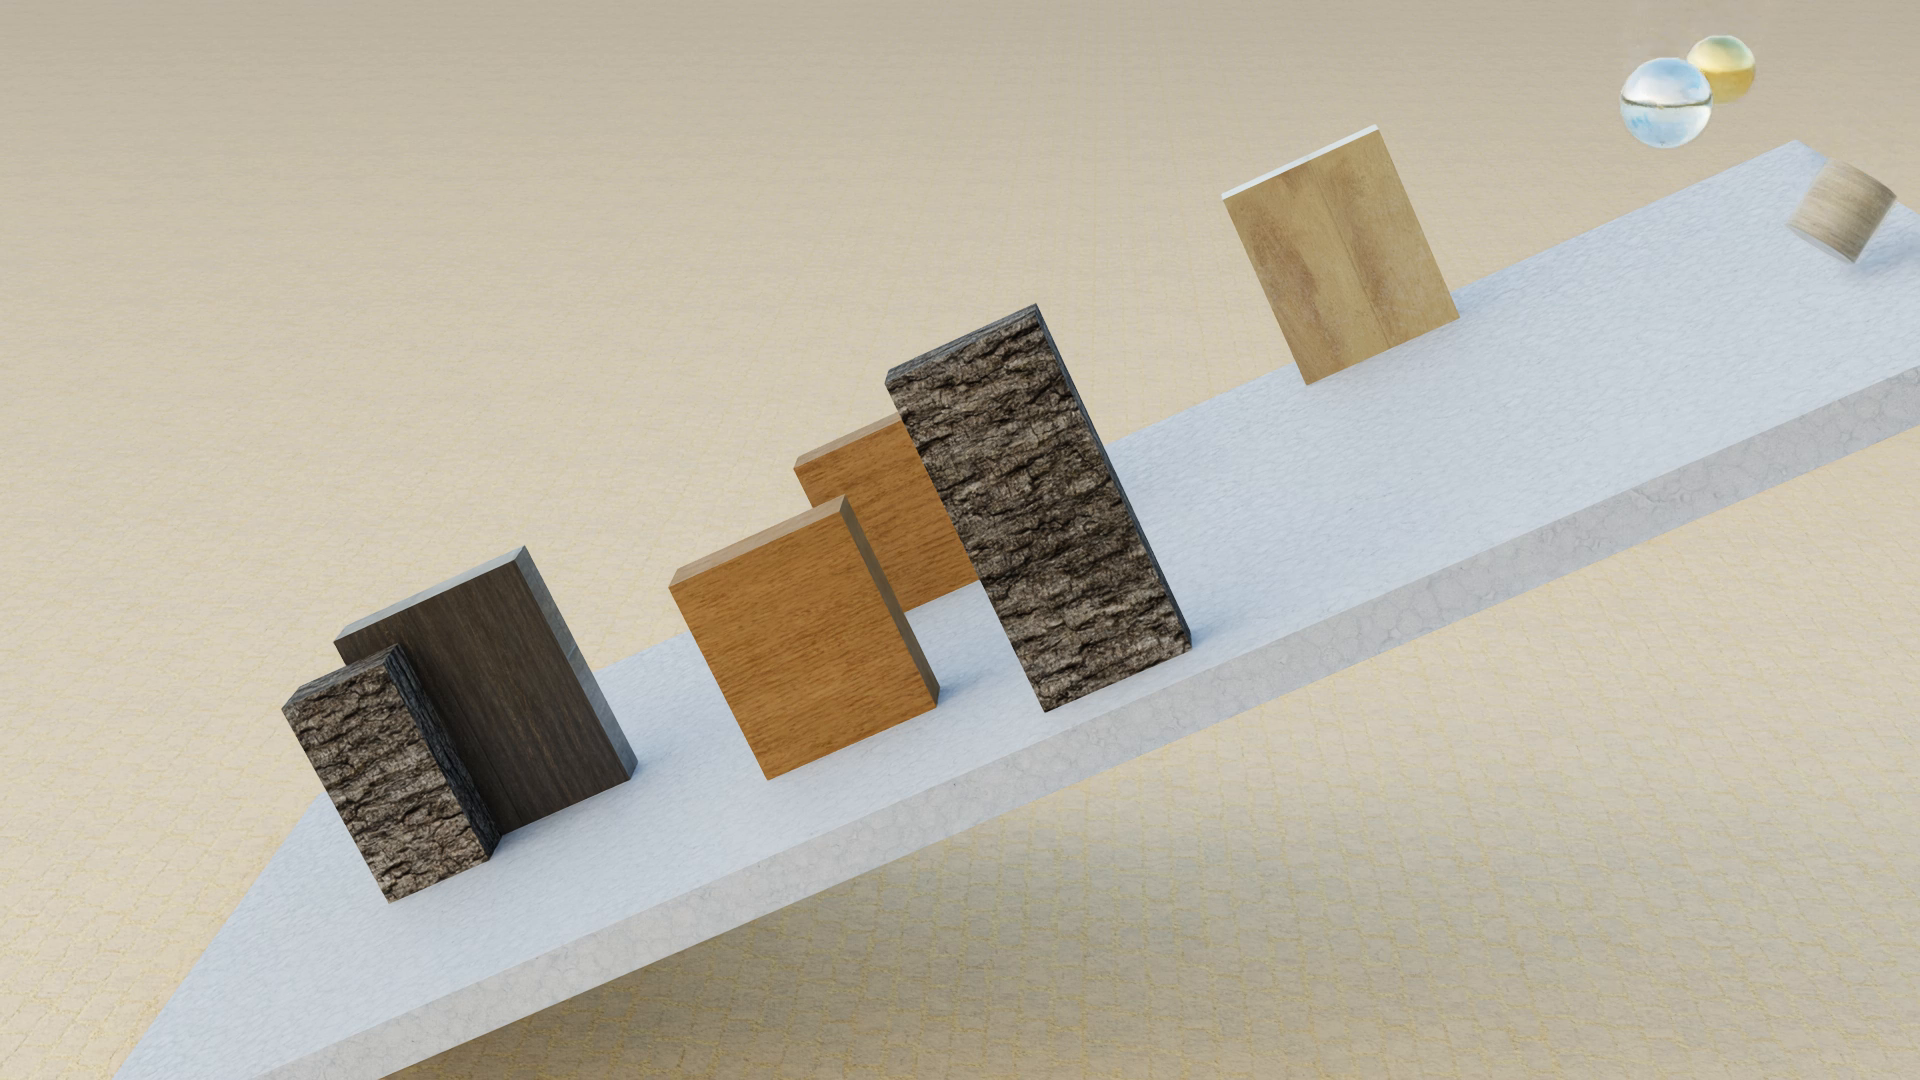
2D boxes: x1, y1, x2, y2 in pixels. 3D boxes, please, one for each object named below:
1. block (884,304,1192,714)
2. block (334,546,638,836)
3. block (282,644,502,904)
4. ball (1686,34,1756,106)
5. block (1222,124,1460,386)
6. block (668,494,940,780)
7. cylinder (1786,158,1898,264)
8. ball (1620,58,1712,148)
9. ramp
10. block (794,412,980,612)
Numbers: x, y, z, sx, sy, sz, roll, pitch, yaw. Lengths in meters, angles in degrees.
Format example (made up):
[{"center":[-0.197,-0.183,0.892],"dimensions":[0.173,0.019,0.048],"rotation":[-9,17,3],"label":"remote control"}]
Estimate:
[{"center":[0.147,-0.056,5.389],"dimensions":[0.298,0.686,0.115],"rotation":[-24,13,9],"label":"block"},{"center":[-1.018,0.350,6.339],"dimensions":[0.439,0.540,0.115],"rotation":[-24,13,9],"label":"block"},{"center":[-1.204,0.496,6.256],"dimensions":[0.243,0.481,0.148],"rotation":[-24,13,9],"label":"block"},{"center":[1.625,-1.005,6.292],"dimensions":[0.151,0.151,0.151],"rotation":[0,16,0],"label":"ball"},{"center":[0.880,-0.657,6.798],"dimensions":[0.385,0.480,0.082],"rotation":[-24,13,9],"label":"block"},{"center":[-0.305,0.193,5.821],"dimensions":[0.372,0.440,0.131],"rotation":[-24,13,9],"label":"block"},{"center":[1.703,-0.636,5.685],"dimensions":[0.151,0.151,0.151],"rotation":[31,8,-5],"label":"cylinder"},{"center":[1.366,-0.846,5.690],"dimensions":[0.175,0.175,0.175],"rotation":[0,16,0],"label":"ball"},{"center":[0.135,0.169,6.282],"dimensions":[4.000,0.100,2.000],"rotation":[-24,13,9],"label":"ramp"},{"center":[-0.158,-0.051,6.575],"dimensions":[0.272,0.402,0.111],"rotation":[-24,13,9],"label":"block"}]
